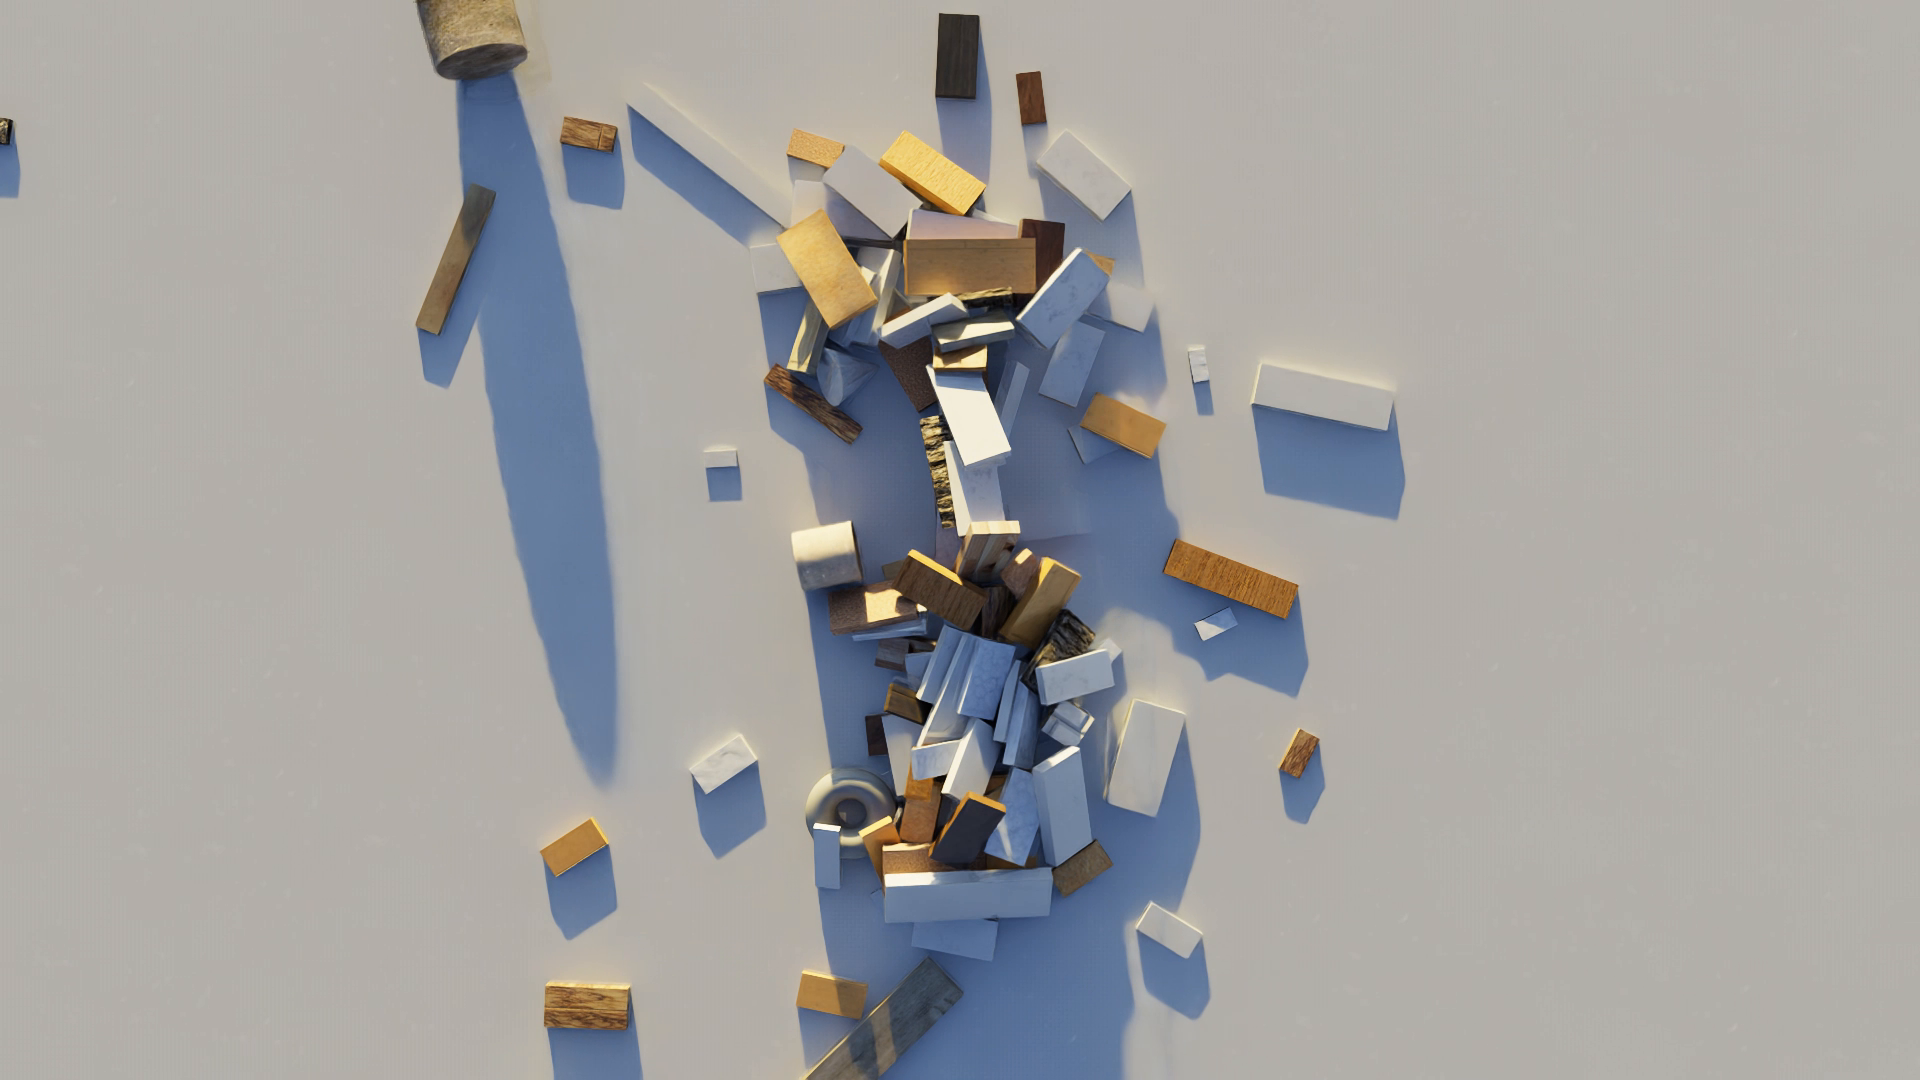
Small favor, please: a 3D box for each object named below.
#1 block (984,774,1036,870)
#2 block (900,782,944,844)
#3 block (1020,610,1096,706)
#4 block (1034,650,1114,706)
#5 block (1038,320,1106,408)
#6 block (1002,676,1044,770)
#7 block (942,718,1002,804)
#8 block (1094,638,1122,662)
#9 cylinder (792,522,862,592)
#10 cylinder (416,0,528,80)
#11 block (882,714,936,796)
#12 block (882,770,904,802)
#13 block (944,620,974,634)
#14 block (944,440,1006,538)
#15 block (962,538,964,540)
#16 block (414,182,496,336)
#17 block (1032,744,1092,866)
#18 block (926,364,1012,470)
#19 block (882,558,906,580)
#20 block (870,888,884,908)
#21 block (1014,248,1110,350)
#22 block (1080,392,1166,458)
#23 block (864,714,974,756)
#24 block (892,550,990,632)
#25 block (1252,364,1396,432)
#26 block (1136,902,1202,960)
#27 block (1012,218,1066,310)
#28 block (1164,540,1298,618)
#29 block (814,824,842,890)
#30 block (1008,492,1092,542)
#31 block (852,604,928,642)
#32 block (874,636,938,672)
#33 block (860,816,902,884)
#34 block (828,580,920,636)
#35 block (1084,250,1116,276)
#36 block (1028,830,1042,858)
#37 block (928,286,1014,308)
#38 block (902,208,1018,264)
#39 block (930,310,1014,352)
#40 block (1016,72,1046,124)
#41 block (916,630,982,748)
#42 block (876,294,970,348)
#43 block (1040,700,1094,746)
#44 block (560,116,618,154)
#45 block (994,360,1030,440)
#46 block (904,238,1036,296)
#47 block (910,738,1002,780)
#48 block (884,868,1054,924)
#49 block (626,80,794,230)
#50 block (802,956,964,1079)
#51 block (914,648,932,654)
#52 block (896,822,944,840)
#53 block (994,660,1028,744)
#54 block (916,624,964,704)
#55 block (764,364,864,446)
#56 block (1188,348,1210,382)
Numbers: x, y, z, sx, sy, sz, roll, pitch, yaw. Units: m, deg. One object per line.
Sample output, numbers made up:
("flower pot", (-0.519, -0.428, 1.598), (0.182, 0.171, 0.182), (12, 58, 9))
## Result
("block", (0.163, 0.943, 5.438), (0.167, 0.047, 0.334), (-2, 94, -10))
("block", (-0.125, 0.888, 5.396), (0.111, 0.031, 0.222), (15, 109, 11))
("block", (0.323, 0.385, 5.398), (0.144, 0.041, 0.288), (43, 65, -25))
("block", (0.376, 0.447, 5.384), (0.288, 0.035, 0.123), (-12, 94, -35))
("block", (0.370, -0.589, 5.481), (0.135, 0.038, 0.269), (21, 90, 0))
("block", (0.216, 0.602, 5.406), (0.041, 0.144, 0.288), (7, 80, 28))
("block", (0.045, 0.726, 5.346), (0.135, 0.038, 0.269), (36, 63, -30))
("block", (0.472, 0.392, 5.491), (0.065, 0.018, 0.130), (44, 90, 0))
("cylinder", (-0.434, 0.054, 5.402), (0.195, 0.195, 0.195), (-11, 90, 0))
("cylinder", (-1.590, -1.694, 5.351), (0.299, 0.299, 0.299), (-16, 90, 0))
("block", (-0.166, 0.699, 5.427), (0.132, 0.037, 0.264), (-11, 89, 7))
("block", (-0.214, 0.817, 5.493), (0.051, 0.015, 0.103), (-28, 90, 0))
("block", (-0.005, 0.249, 5.410), (0.099, 0.028, 0.198), (-3, 111, -1))
("block", (0.047, -0.170, 5.241), (0.154, 0.044, 0.308), (-9, 80, -2))
("block", (0.045, -0.083, 5.282), (0.099, 0.028, 0.198), (-10, 92, -2))
("block", (-1.678, -0.934, 5.488), (0.083, 0.023, 0.513), (22, 90, 0))
("block", (0.333, 0.864, 5.363), (0.177, 0.050, 0.354), (-27, 118, -38))
("block", (0.026, -0.414, 5.256), (0.154, 0.044, 0.374), (-19, 69, -6))
("block", (-0.196, 0.154, 5.488), (0.085, 0.024, 0.169), (-17, 90, 0))
("block", (-0.160, 1.130, 5.470), (0.295, 0.015, 0.051), (-29, 90, 9))
("block", (0.337, -0.790, 5.409), (0.147, 0.042, 0.312), (42, 87, -23))
("block", (0.540, -0.379, 5.445), (0.255, 0.035, 0.124), (25, 90, 0))
("block", (-0.131, 0.631, 5.459), (0.355, 0.037, 0.132), (-6, 90, 7))
("block", (-0.064, 0.164, 5.333), (0.290, 0.041, 0.145), (30, 121, 2))
("block", (1.207, -0.474, 5.481), (0.452, 0.038, 0.135), (12, 90, 0))
("block", (0.696, 1.299, 5.486), (0.197, 0.028, 0.099), (31, 90, 0))
("block", (0.261, -0.906, 5.454), (0.147, 0.042, 0.293), (4, 93, -15))
("block", (0.900, 0.129, 5.483), (0.434, 0.034, 0.121), (21, 90, 0))
("block", (-0.435, 1.041, 5.421), (0.084, 0.024, 0.249), (6, 121, 8))
("block", (0.298, -0.074, 5.481), (0.263, 0.037, 0.131), (-8, 90, 0))
("block", (-0.228, 0.259, 5.428), (0.248, 0.035, 0.124), (-6, 56, 11))
("block", (-0.154, 0.381, 5.463), (0.241, 0.034, 0.121), (12, 111, 0))
("block", (-0.242, 1.025, 5.419), (0.111, 0.031, 0.222), (-26, 119, -13))
("block", (-0.286, 0.217, 5.424), (0.290, 0.041, 0.145), (-12, 55, 7))
("block", (0.458, -0.921, 5.492), (0.108, 0.015, 0.054), (16, 90, 0))
("block", (0.129, 0.956, 5.362), (0.271, 0.023, 0.083), (18, 92, -13))
("block", (0.034, -0.778, 5.356), (0.274, 0.085, 0.024), (-7, 77, 3))
("block", (0.000, -0.965, 5.382), (0.352, 0.050, 0.176), (6, 95, -14))
("block", (0.040, -0.674, 5.324), (0.247, 0.123, 0.035), (-13, 129, -11))
("block", (0.236, -1.471, 5.488), (0.083, 0.023, 0.166), (-7, 90, 0))
("block", (-0.009, 0.516, 5.373), (0.127, 0.036, 0.427), (22, 93, -27))
("block", (-0.120, -0.708, 5.342), (0.276, 0.130, 0.037), (-23, 71, 22))
("block", (0.352, 0.602, 5.437), (0.125, 0.125, 0.125), (33, 90, 0))
("block", (-1.236, -1.349, 5.488), (0.175, 0.025, 0.087), (11, 90, 0))
("block", (0.155, -0.454, 5.432), (0.037, 0.131, 0.263), (17, 90, 21))
("block", (0.033, -0.886, 5.348), (0.427, 0.050, 0.176), (-3, 97, -13))
("block", (-0.011, 0.700, 5.350), (0.351, 0.028, 0.099), (-6, 90, -39))
("block", (0.026, 1.159, 5.377), (0.541, 0.050, 0.177), (-1, 126, -5))
("block", (-0.807, -1.271, 5.488), (0.711, 0.025, 0.087), (38, 90, 0))
("block", (-0.344, 1.736, 5.476), (0.827, 0.047, 0.167), (-44, 90, 0))
("block", (-0.116, 0.453, 5.452), (0.092, 0.026, 0.184), (7, 113, 0))
("block", (-0.129, 0.963, 5.488), (0.168, 0.024, 0.084), (27, 90, 0))
("block", (0.181, 0.536, 5.409), (0.038, 0.135, 0.269), (8, 80, 28))
("block", (-0.037, 0.416, 5.383), (0.127, 0.036, 0.255), (21, 91, -27))
("block", (-0.488, -0.452, 5.489), (0.361, 0.021, 0.074), (37, 90, 0))
("block", (0.795, -0.581, 5.492), (0.054, 0.015, 0.108), (-10, 90, 0))
